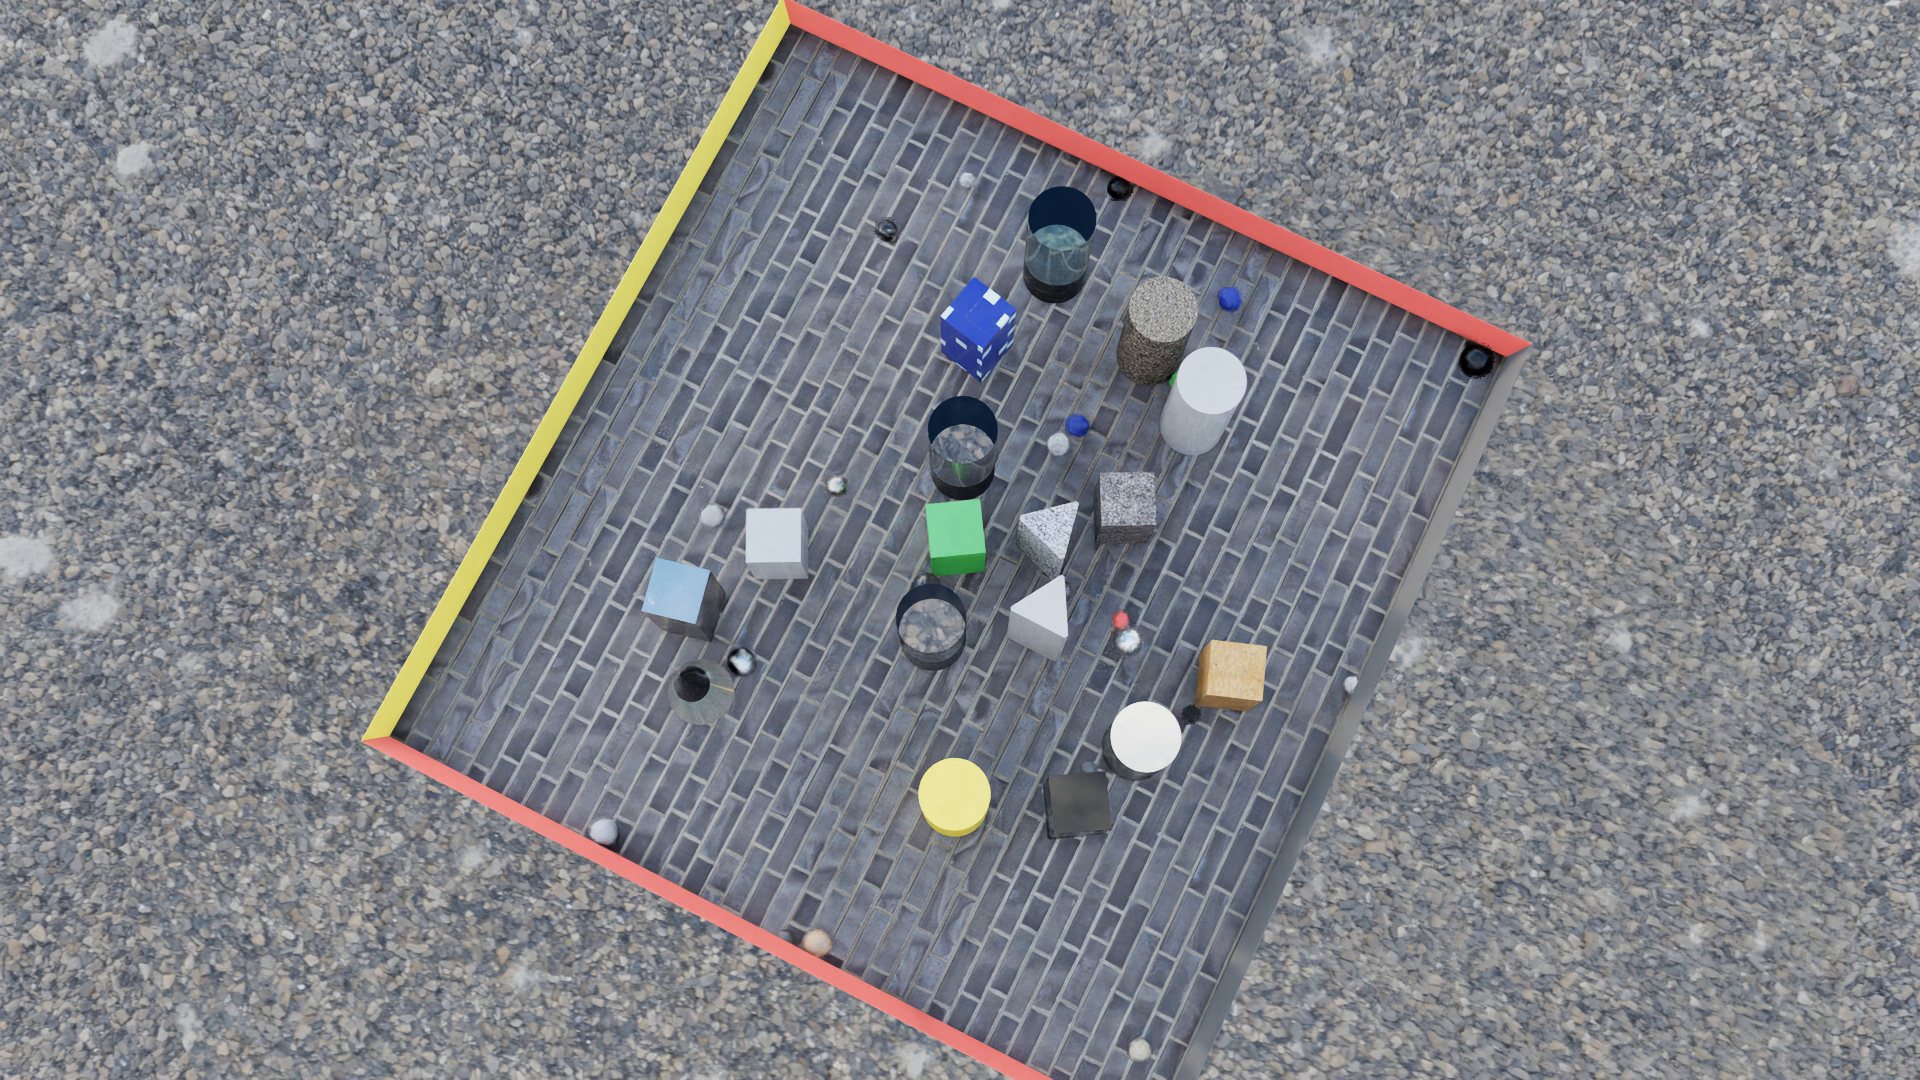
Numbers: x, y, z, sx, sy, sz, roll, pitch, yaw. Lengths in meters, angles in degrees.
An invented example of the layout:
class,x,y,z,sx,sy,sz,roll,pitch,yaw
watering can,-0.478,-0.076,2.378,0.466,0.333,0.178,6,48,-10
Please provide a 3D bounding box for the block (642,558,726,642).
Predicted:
class,x,y,z,sx,sy,sz,roll,pitch,yaw
block,-0.810,0.181,5.397,0.160,0.357,0.160,13,79,3

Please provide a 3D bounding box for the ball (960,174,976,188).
class,x,y,z,sx,sy,sz,roll,pitch,yaw
ball,0.025,-1.143,5.829,0.047,0.047,0.047,0,78,0

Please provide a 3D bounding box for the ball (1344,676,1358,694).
class,x,y,z,sx,sy,sz,roll,pitch,yaw
ball,1.178,0.436,5.500,0.051,0.051,0.051,0,78,0

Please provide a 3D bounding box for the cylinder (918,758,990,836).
class,x,y,z,sx,sy,sz,roll,pitch,yaw
cylinder,-0.015,0.743,5.266,0.200,0.386,0.200,0,78,0

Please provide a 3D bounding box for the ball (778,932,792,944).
class,x,y,z,sx,sy,sz,roll,pitch,yaw
ball,-0.513,1.166,5.352,0.046,0.046,0.046,0,78,0

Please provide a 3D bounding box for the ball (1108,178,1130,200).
class,x,y,z,sx,sy,sz,roll,pitch,yaw
ball,0.505,-1.114,5.810,0.072,0.072,0.072,0,78,0

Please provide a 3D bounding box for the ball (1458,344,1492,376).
class,x,y,z,sx,sy,sz,roll,pitch,yaw
ball,1.599,-0.556,5.681,0.100,0.100,0.100,0,78,0

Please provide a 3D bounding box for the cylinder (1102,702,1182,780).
class,x,y,z,sx,sy,sz,roll,pitch,yaw
cylinder,0.524,0.588,5.326,0.200,0.332,0.200,0,78,0

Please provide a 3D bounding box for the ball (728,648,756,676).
class,x,y,z,sx,sy,sz,roll,pitch,yaw
ball,-0.655,0.364,5.498,0.086,0.086,0.086,0,78,0

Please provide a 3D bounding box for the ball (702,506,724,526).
class,x,y,z,sx,sy,sz,roll,pitch,yaw
ball,-0.756,-0.074,5.598,0.067,0.067,0.067,0,78,0

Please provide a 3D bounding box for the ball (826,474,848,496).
class,x,y,z,sx,sy,sz,roll,pitch,yaw
ball,-0.377,-0.169,5.618,0.065,0.065,0.065,0,78,0

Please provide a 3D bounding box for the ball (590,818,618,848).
class,x,y,z,sx,sy,sz,roll,pitch,yaw
ball,-1.048,0.863,5.396,0.082,0.082,0.082,0,78,0

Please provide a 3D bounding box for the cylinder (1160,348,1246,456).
class,x,y,z,sx,sy,sz,roll,pitch,yaw
cylinder,0.719,-0.408,5.461,0.200,0.470,0.200,0,78,0

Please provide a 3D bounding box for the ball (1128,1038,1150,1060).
class,x,y,z,sx,sy,sz,roll,pitch,yaw
ball,0.518,1.467,5.280,0.064,0.064,0.064,0,78,0

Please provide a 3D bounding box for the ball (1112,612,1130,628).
class,x,y,z,sx,sy,sz,roll,pitch,yaw
ball,0.487,0.243,5.541,0.050,0.050,0.050,0,78,0

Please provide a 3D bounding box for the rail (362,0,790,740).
class,x,y,z,sx,sy,sz,roll,pitch,yaw
rail,-1.139,-0.551,5.663,0.045,0.130,2.654,26,80,5

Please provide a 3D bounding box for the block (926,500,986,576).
class,x,y,z,sx,sy,sz,roll,pitch,yaw
block,-0.013,-0.004,5.465,0.160,0.298,0.160,-6,78,-1

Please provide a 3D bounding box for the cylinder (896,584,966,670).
class,x,y,z,sx,sy,sz,roll,pitch,yaw
cylinder,-0.082,0.259,5.371,0.200,0.376,0.200,0,78,0

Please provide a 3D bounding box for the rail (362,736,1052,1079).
class,x,y,z,sx,sy,sz,roll,pitch,yaw
rail,-0.583,1.148,5.312,2.594,0.130,0.045,26,80,5

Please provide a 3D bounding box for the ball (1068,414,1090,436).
class,x,y,z,sx,sy,sz,roll,pitch,yaw
ball,0.365,-0.352,5.655,0.068,0.068,0.068,0,78,0

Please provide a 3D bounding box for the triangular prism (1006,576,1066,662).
class,x,y,z,sx,sy,sz,roll,pitch,yaw
triangular prism,0.252,0.213,5.322,0.173,0.491,0.150,27,80,5

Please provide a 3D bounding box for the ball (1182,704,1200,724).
class,x,y,z,sx,sy,sz,roll,pitch,yaw
ball,0.691,0.521,5.481,0.055,0.055,0.055,0,78,0

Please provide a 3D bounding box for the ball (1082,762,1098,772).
class,x,y,z,sx,sy,sz,roll,pitch,yaw
ball,0.384,0.682,5.451,0.048,0.048,0.048,0,78,0

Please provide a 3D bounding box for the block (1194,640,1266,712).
class,x,y,z,sx,sy,sz,roll,pitch,yaw
block,0.795,0.402,5.395,0.160,0.271,0.160,7,78,1

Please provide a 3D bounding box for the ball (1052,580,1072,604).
class,x,y,z,sx,sy,sz,roll,pitch,yaw
ball,0.302,0.157,5.545,0.077,0.077,0.077,0,78,0

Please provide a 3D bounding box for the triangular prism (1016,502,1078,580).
class,x,y,z,sx,sy,sz,roll,pitch,yaw
triangular prism,0.285,-0.020,5.433,0.150,0.367,0.173,-44,82,-8

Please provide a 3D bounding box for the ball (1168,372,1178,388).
class,x,y,z,sx,sy,sz,roll,pitch,yaw
ball,0.677,-0.492,5.690,0.057,0.057,0.057,0,78,0

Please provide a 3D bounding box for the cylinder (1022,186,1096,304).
class,x,y,z,sx,sy,sz,roll,pitch,yaw
cylinder,0.298,-0.890,5.563,0.200,0.465,0.200,0,78,0

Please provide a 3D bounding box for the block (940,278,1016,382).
class,x,y,z,sx,sy,sz,roll,pitch,yaw
block,0.054,-0.635,5.573,0.160,0.344,0.160,38,81,7

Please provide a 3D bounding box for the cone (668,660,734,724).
class,x,y,z,sx,sy,sz,roll,pitch,yaw
cone,-0.781,0.415,5.314,0.200,0.424,0.200,0,78,0

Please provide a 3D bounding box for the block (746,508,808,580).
class,x,y,z,sx,sy,sz,roll,pitch,yaw
block,-0.544,0.014,5.476,0.160,0.271,0.160,-1,78,0

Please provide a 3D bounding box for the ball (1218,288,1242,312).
class,x,y,z,sx,sy,sz,roll,pitch,yaw
ball,0.845,-0.751,5.736,0.071,0.071,0.071,0,78,0

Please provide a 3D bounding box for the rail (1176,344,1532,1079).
class,x,y,z,sx,sy,sz,roll,pitch,yaw
rail,1.139,0.564,5.432,0.045,0.130,2.654,26,80,5

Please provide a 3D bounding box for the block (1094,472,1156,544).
class,x,y,z,sx,sy,sz,roll,pitch,yaw
block,0.492,-0.094,5.501,0.160,0.265,0.160,-1,78,0

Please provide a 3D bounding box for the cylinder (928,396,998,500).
class,x,y,z,sx,sy,sz,roll,pitch,yaw
cylinder,0.008,-0.267,5.435,0.200,0.465,0.200,0,78,0

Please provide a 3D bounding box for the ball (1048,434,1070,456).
class,x,y,z,sx,sy,sz,roll,pitch,yaw
ball,0.305,-0.294,5.643,0.068,0.068,0.068,0,78,0

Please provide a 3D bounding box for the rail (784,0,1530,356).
class,x,y,z,sx,sy,sz,roll,pitch,yaw
rail,0.583,-1.135,5.784,2.594,0.130,0.045,26,80,5

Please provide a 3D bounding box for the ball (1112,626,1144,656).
class,x,y,z,sx,sy,sz,roll,pitch,yaw
ball,0.505,0.305,5.506,0.093,0.093,0.093,0,78,0

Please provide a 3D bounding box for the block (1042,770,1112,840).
class,x,y,z,sx,sy,sz,roll,pitch,yaw
block,0.333,0.765,5.263,0.160,0.382,0.160,-5,78,-1

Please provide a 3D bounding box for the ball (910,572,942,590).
class,x,y,z,sx,sy,sz,roll,pitch,yaw
ball,-0.103,0.145,5.538,0.095,0.095,0.095,0,78,0

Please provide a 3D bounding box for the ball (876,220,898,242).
class,x,y,z,sx,sy,sz,roll,pitch,yaw
ball,-0.231,-0.976,5.784,0.069,0.069,0.069,0,78,0

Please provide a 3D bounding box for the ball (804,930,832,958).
class,x,y,z,sx,sy,sz,roll,pitch,yaw
ball,-0.414,1.174,5.332,0.081,0.081,0.081,0,78,0

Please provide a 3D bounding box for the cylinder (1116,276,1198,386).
class,x,y,z,sx,sy,sz,roll,pitch,yaw
cylinder,0.589,-0.624,5.521,0.200,0.440,0.200,0,78,0
